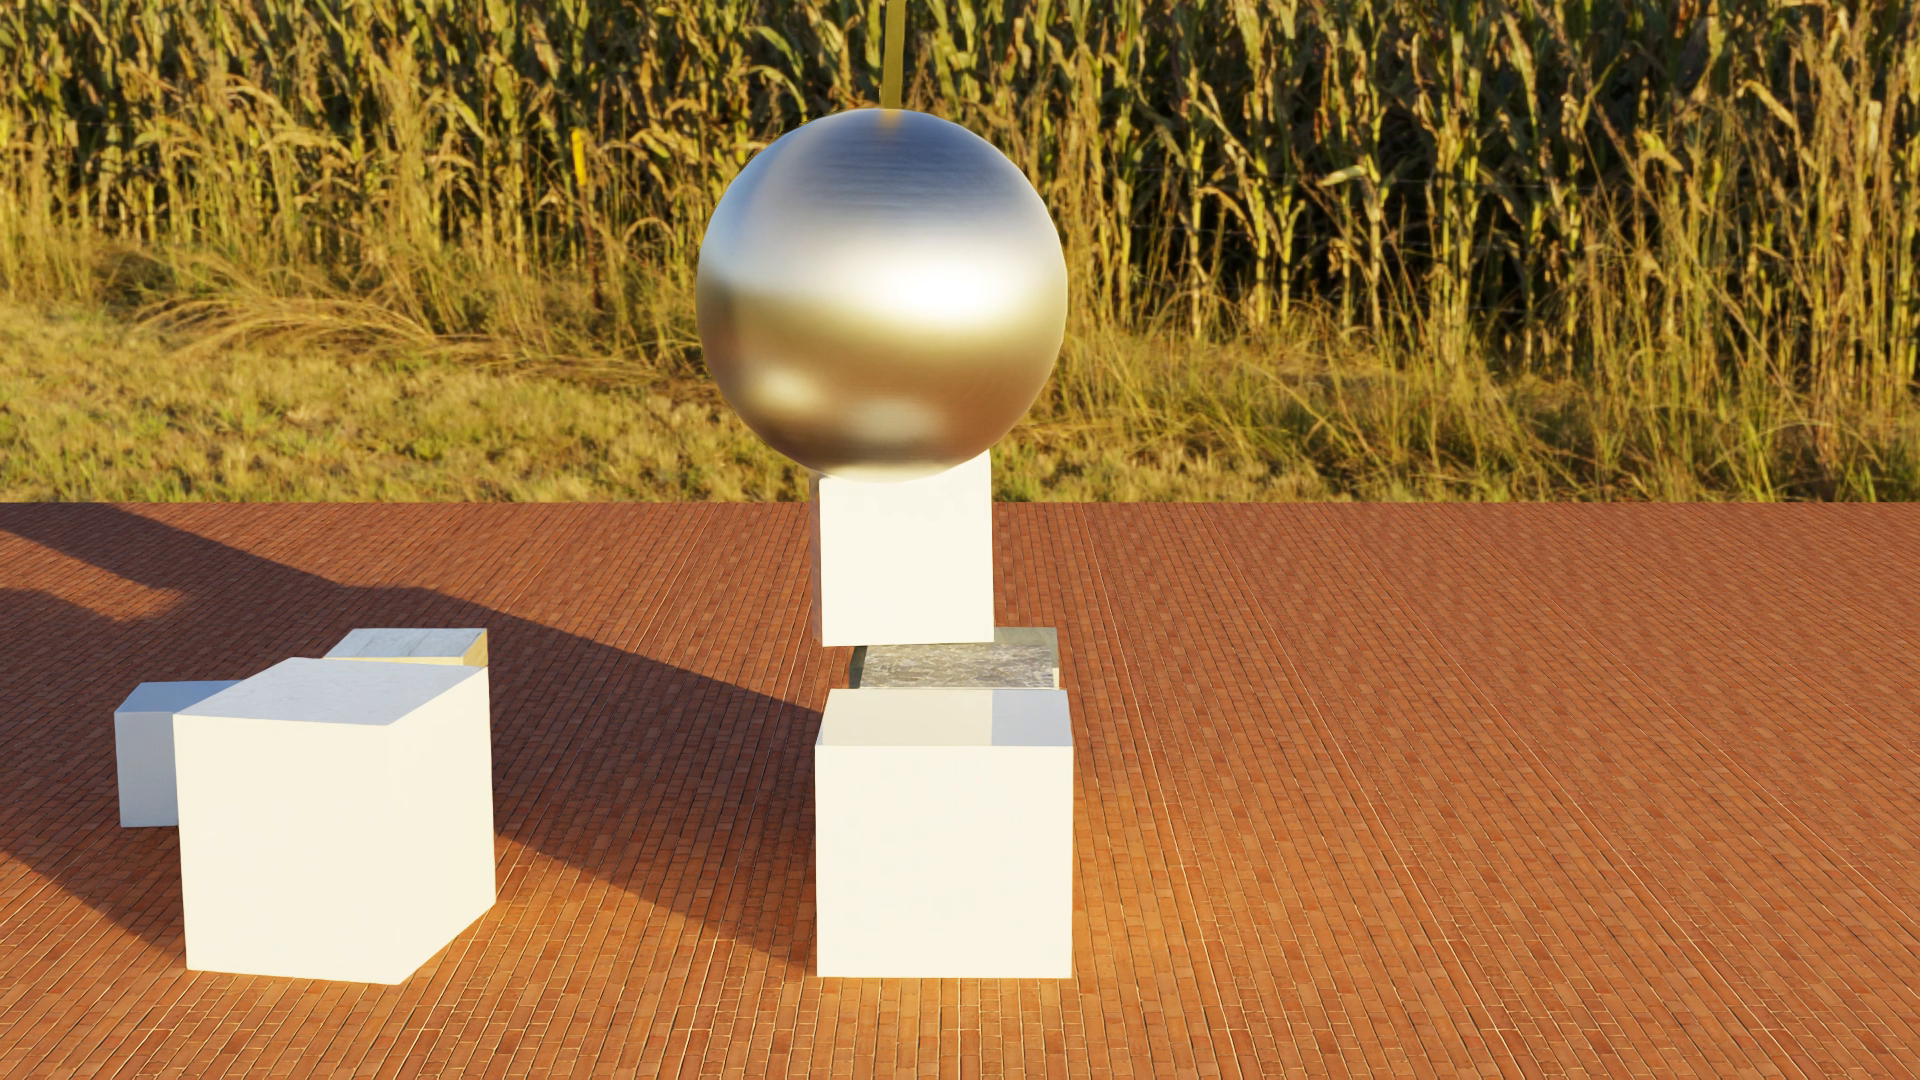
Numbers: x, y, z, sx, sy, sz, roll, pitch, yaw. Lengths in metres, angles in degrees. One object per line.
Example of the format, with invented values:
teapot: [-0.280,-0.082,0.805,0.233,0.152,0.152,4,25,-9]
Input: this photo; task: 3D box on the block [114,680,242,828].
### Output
block: [-3.690,1.022,12.390,0.609,0.556,0.610,-1,10,-6]

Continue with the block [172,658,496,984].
block: [-2.529,1.120,10.499,0.893,1.040,1.022,2,11,11]

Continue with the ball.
ball: [-0.335,-1.043,10.991,1.600,1.600,1.600,0,10,0]

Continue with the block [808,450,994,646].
block: [-0.291,0.019,12.099,0.782,0.893,0.816,-1,1,-7]

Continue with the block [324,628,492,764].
block: [-2.702,0.877,12.605,0.664,0.765,0.650,0,10,0]

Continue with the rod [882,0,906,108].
rod: [-0.145,-4.383,10.384,0.080,5.200,0.080,3,10,-1]

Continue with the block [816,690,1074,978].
block: [-0.055,1.177,10.470,0.998,0.938,0.929,0,10,1]

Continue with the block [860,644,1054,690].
block: [-0.009,1.011,11.399,0.830,0.932,0.838,0,10,0]

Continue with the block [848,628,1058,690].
block: [-0.018,0.907,12.309,0.967,0.811,0.884,0,10,1]
